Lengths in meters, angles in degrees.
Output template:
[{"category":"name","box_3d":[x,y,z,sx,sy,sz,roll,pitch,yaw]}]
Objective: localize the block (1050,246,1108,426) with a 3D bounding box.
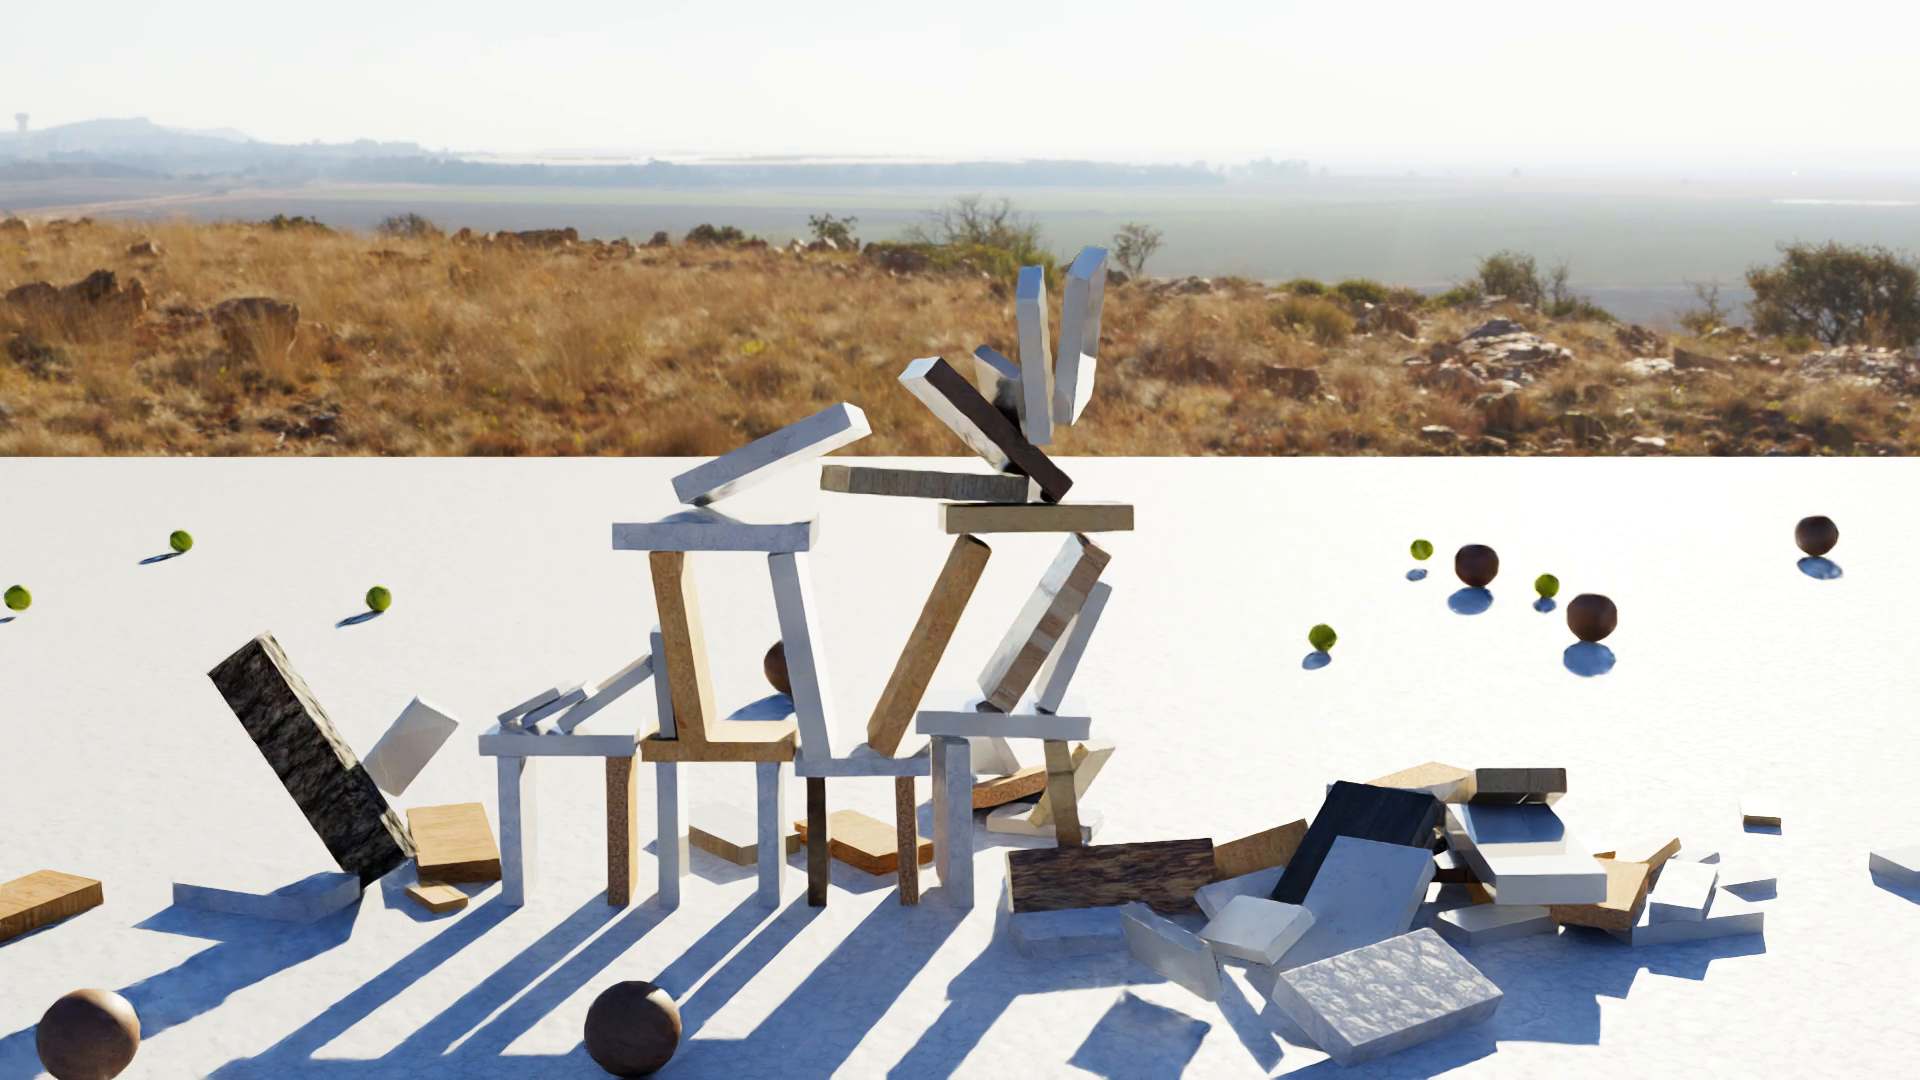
[{"category":"block","box_3d":[0.190,-0.324,3.500,0.036,0.256,0.128,12,30,13]}]

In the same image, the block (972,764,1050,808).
[{"category":"block","box_3d":[0.102,0.464,4.155,0.124,0.035,0.247,-14,-2,45]}]

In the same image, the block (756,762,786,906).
[{"category":"block","box_3d":[-0.312,0.470,3.644,0.035,0.246,0.123,0,11,0]}]

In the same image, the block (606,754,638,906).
[{"category":"block","box_3d":[-0.561,0.464,3.651,0.036,0.254,0.127,1,10,-2]}]

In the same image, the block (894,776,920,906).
[{"category":"block","box_3d":[-0.088,0.481,3.646,0.031,0.221,0.111,-2,11,0]}]

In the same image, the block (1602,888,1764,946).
[{"category":"block","box_3d":[1.145,0.602,3.514,0.239,0.034,0.119,-3,11,-16]}]

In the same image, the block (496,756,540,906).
[{"category":"block","box_3d":[-0.733,0.464,3.651,0.036,0.254,0.127,0,11,1]}]

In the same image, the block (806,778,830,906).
[{"category":"block","box_3d":[-0.234,0.483,3.641,0.031,0.221,0.111,0,10,0]}]

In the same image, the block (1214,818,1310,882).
[{"category":"block","box_3d":[0.501,0.531,3.633,0.184,0.092,0.026,-16,-24,-11]}]

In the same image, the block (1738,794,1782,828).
[{"category":"block","box_3d":[1.486,0.503,4.089,0.066,0.019,0.132,3,11,15]}]

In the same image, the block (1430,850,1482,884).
[{"category":"block","box_3d":[0.850,0.544,3.662,0.182,0.026,0.091,-1,10,6]}]

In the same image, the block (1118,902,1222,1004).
[{"category":"block","box_3d":[0.309,0.605,3.234,0.026,0.091,0.182,-29,27,-25]}]

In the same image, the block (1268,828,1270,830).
[{"category":"block","box_3d":[0.462,0.541,3.716,0.184,0.026,0.092,-18,11,-10]}]

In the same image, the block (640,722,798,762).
[{"category":"block","box_3d":[-0.393,0.332,3.619,0.246,0.035,0.123,0,11,0]}]

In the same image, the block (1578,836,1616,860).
[{"category":"block","box_3d":[1.052,0.548,3.832,0.160,0.023,0.080,-4,11,-21]}]

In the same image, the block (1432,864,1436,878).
[{"category":"block","box_3d":[0.668,0.557,3.513,0.181,0.026,0.090,-36,45,-29]}]

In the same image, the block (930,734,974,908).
[{"category":"block","box_3d":[-0.013,0.447,3.631,0.040,0.283,0.141,-5,16,-10]}]

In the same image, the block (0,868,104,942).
[{"category":"block","box_3d":[-1.532,0.596,3.531,0.135,0.038,0.270,5,12,27]}]

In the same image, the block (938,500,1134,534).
[{"category":"block","box_3d":[0.120,-0.037,3.563,0.302,0.043,0.151,-1,4,-6]}]

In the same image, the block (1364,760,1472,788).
[{"category":"block","box_3d":[0.887,0.471,4.226,0.218,0.031,0.109,-9,14,-42]}]

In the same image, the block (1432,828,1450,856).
[{"category":"block","box_3d":[0.721,0.534,3.682,0.182,0.026,0.091,-25,7,-2]}]

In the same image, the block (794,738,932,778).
[{"category":"block","box_3d":[-0.158,0.358,3.616,0.221,0.031,0.111,0,11,-1]}]

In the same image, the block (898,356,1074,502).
[{"category":"block","box_3d":[0.041,-0.179,3.596,0.304,0.043,0.152,42,-10,-15]}]

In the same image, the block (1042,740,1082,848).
[{"category":"block","box_3d":[0.174,0.450,3.643,0.040,0.283,0.141,-8,10,1]}]

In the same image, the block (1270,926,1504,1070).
[{"category":"block","box_3d":[0.605,0.644,3.108,0.307,0.043,0.153,-8,35,-36]}]

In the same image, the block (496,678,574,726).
[{"category":"block","box_3d":[-0.701,0.267,3.630,0.119,0.017,0.059,-26,5,14]}]

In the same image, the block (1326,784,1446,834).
[{"category":"block","box_3d":[0.744,0.470,3.832,0.171,0.048,0.341,1,-11,17]}]

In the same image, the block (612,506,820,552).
[{"category":"block","box_3d":[-0.390,-0.018,3.549,0.314,0.044,0.157,1,11,2]}]

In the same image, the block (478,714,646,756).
[{"category":"block","box_3d":[-0.653,0.322,3.624,0.254,0.036,0.127,0,11,0]}]

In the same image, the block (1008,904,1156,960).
[{"category":"block","box_3d":[0.200,0.614,3.453,0.229,0.032,0.114,-2,11,-13]}]

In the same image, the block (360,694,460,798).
[{"category":"block","box_3d":[-0.960,0.359,3.823,0.088,0.176,0.025,36,8,-36]}]

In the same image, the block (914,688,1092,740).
[{"category":"block","box_3d":[0.067,0.285,3.606,0.283,0.040,0.141,3,11,-3]}]

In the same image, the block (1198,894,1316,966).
[{"category":"block","box_3d":[0.449,0.591,3.345,0.097,0.028,0.194,-41,13,-20]}]

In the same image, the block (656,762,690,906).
[{"category":"block","box_3d":[-0.476,0.469,3.645,0.035,0.246,0.123,0,11,0]}]

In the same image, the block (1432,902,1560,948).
[{"category":"block","box_3d":[0.854,0.608,3.503,0.182,0.026,0.091,-5,12,-27]}]
